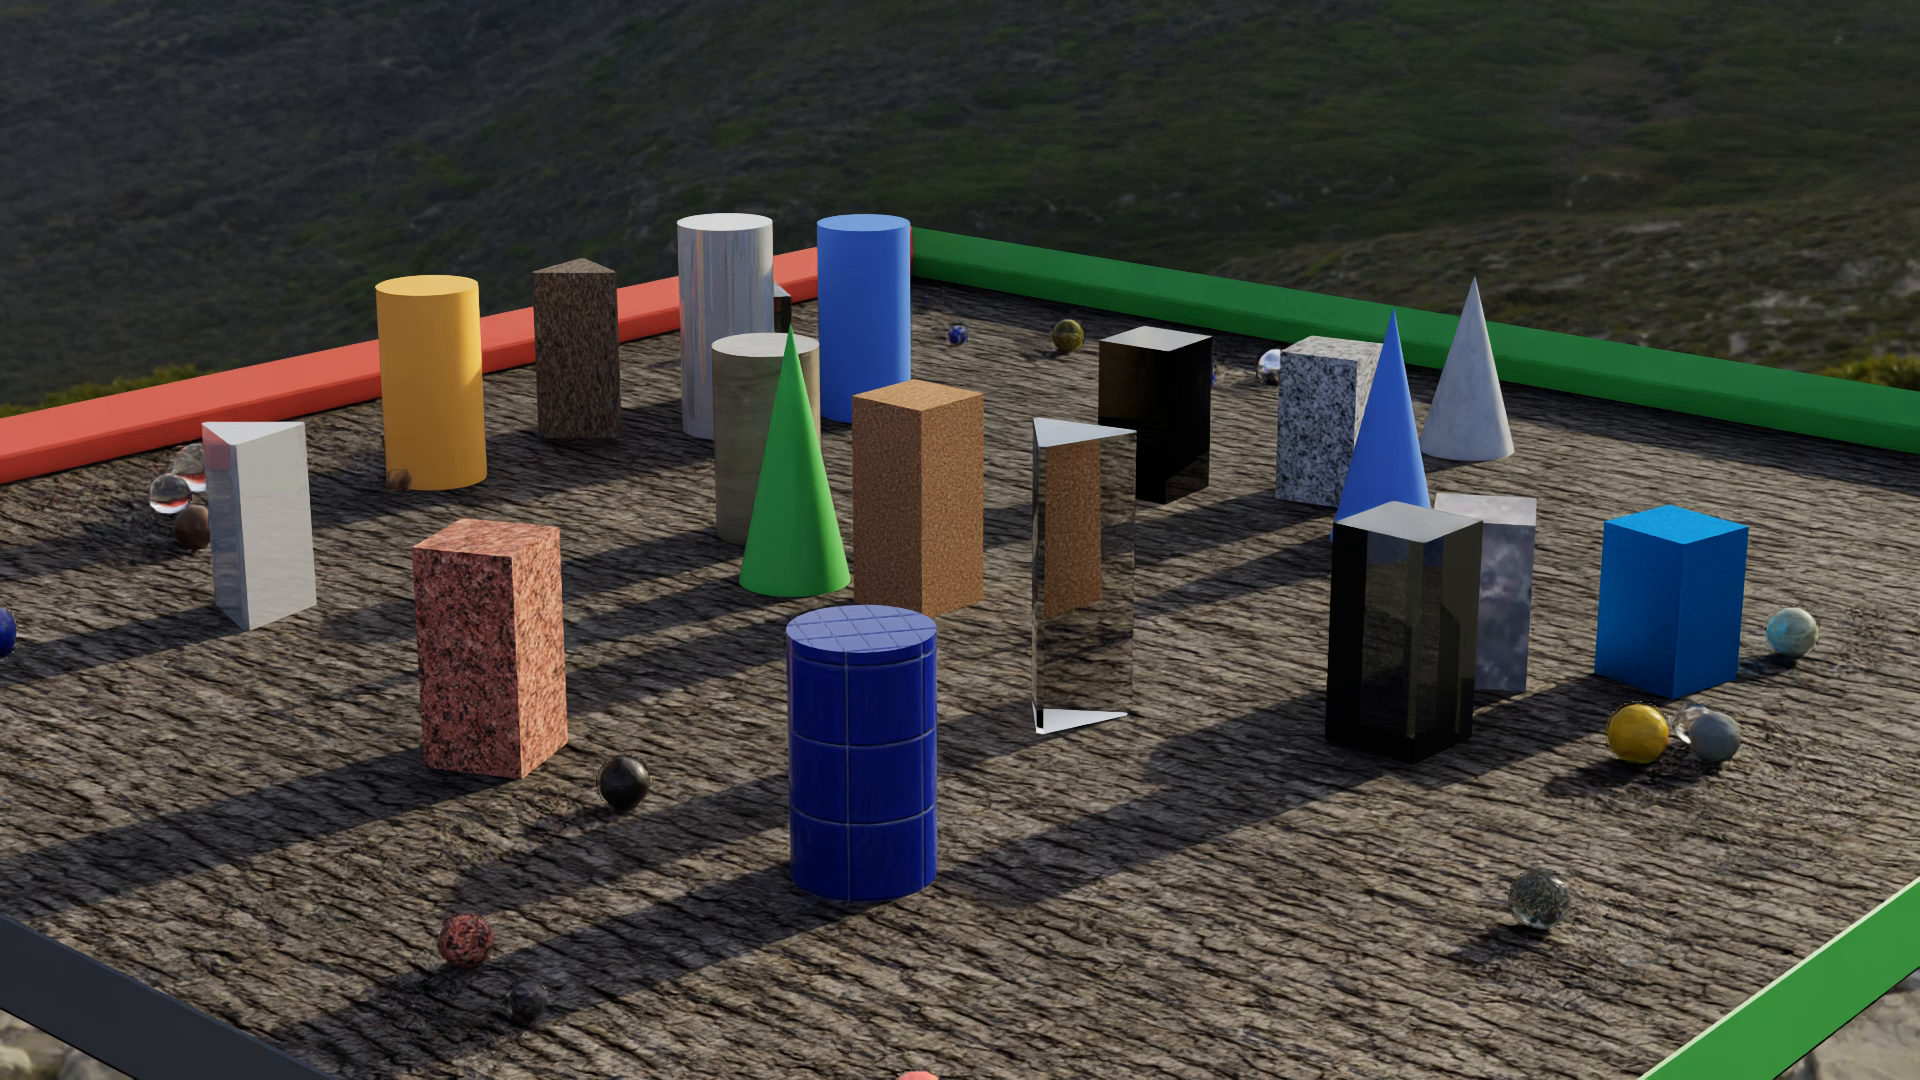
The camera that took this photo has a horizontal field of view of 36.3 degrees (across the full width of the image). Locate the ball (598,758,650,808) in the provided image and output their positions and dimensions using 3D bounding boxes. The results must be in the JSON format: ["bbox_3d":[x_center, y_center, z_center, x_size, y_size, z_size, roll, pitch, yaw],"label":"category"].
[{"bbox_3d":[-0.479,0.346,4.181,0.072,0.072,0.072,0,17,0],"label":"ball"}]

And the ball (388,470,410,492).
[{"bbox_3d":[-1.102,-0.116,5.764,0.043,0.043,0.043,0,17,0],"label":"ball"}]

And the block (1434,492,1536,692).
[{"bbox_3d":[0.836,0.082,4.704,0.159,0.275,0.159,3,17,11],"label":"block"}]

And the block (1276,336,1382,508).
[{"bbox_3d":[0.724,-0.231,5.711,0.159,0.294,0.159,9,19,28],"label":"block"}]

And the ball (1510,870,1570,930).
[{"bbox_3d":[0.749,0.464,3.783,0.075,0.075,0.075,0,17,0],"label":"ball"}]

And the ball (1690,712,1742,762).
[{"bbox_3d":[1.121,0.293,4.352,0.076,0.076,0.076,0,17,0],"label":"ball"}]

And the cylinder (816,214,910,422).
[{"bbox_3d":[-0.206,-0.478,6.319,0.199,0.417,0.199,0,17,0],"label":"cylinder"}]

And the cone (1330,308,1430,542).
[{"bbox_3d":[0.788,-0.212,5.389,0.199,0.444,0.199,0,17,0],"label":"cone"}]

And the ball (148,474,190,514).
[{"bbox_3d":[-1.513,-0.088,5.610,0.078,0.078,0.078,0,17,0],"label":"ball"}]

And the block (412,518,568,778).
[{"bbox_3d":[-0.693,0.159,4.339,0.159,0.340,0.159,5,18,17],"label":"block"}]

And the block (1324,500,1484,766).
[{"bbox_3d":[0.666,0.137,4.405,0.159,0.344,0.159,15,22,40],"label":"block"}]

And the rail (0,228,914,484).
[{"bbox_3d":[-1.425,-0.325,6.305,0.045,0.129,4.015,14,22,39],"label":"rail"}]

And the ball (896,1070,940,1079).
[{"bbox_3d":[-0.046,0.626,3.249,0.074,0.074,0.074,0,17,0],"label":"ball"}]

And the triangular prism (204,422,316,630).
[{"bbox_3d":[-1.225,-0.034,5.006,0.149,0.324,0.172,10,19,29],"label":"triangular prism"}]

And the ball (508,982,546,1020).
[{"bbox_3d":[-0.521,0.555,3.535,0.045,0.045,0.045,0,17,0],"label":"ball"}]

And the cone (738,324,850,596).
[{"bbox_3d":[-0.294,-0.154,5.152,0.199,0.469,0.199,0,17,0],"label":"cone"}]

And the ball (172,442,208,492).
[{"bbox_3d":[-1.494,-0.142,5.755,0.098,0.098,0.098,0,17,0],"label":"ball"}]

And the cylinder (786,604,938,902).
[{"bbox_3d":[-0.130,0.283,3.913,0.199,0.348,0.199,0,17,0],"label":"cylinder"}]

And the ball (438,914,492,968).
[{"bbox_3d":[-0.619,0.502,3.670,0.067,0.067,0.067,0,17,0],"label":"ball"}]

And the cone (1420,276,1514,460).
[{"bbox_3d":[1.050,-0.366,6.034,0.199,0.367,0.199,0,17,0],"label":"cone"}]

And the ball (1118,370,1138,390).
[{"bbox_3d":[0.377,-0.359,6.574,0.042,0.042,0.042,0,17,0],"label":"ball"}]

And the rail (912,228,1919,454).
[{"bbox_3d":[1.301,-0.400,6.554,3.822,0.129,0.045,14,22,39],"label":"rail"}]

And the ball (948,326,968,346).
[{"bbox_3d":[-0.006,-0.488,6.993,0.046,0.046,0.046,0,17,0],"label":"ball"}]

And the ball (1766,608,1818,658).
[{"bbox_3d":[1.366,0.151,4.811,0.082,0.082,0.082,0,17,0],"label":"ball"}]

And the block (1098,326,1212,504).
[{"bbox_3d":[0.381,-0.246,5.745,0.159,0.304,0.159,12,21,35],"label":"block"}]

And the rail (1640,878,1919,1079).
[{"bbox_3d":[1.425,0.389,3.935,0.045,0.129,4.015,14,22,39],"label":"rail"}]

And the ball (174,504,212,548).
[{"bbox_3d":[-1.407,-0.024,5.398,0.080,0.080,0.080,0,17,0],"label":"ball"}]

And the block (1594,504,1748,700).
[{"bbox_3d":[1.137,0.097,4.690,0.159,0.255,0.159,-13,21,-36],"label":"block"}]

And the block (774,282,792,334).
[{"bbox_3d":[-0.465,-0.429,6.453,0.159,0.245,0.159,-5,17,-15],"label":"block"}]

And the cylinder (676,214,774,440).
[{"bbox_3d":[-0.491,-0.451,6.182,0.199,0.444,0.199,0,17,0],"label":"cylinder"}]

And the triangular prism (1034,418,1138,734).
[{"bbox_3d":[0.155,0.047,4.513,0.172,0.453,0.149,-10,19,-30],"label":"triangular prism"}]

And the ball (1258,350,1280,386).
[{"bbox_3d":[0.710,-0.389,6.606,0.081,0.081,0.081,0,17,0],"label":"ball"}]

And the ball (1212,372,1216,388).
[{"bbox_3d":[0.544,-0.358,6.549,0.055,0.055,0.055,0,17,0],"label":"ball"}]

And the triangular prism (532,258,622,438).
[{"bbox_3d":[-0.800,-0.407,6.193,0.172,0.353,0.149,0,17,0],"label":"triangular prism"}]

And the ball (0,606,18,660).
[{"bbox_3d":[-1.589,0.152,4.779,0.099,0.099,0.099,0,17,0],"label":"ball"}]

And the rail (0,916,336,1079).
[{"bbox_3d":[-1.301,0.464,3.685,3.822,0.129,0.045,14,22,39],"label":"rail"}]

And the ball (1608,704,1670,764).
[{"bbox_3d":[1.005,0.288,4.345,0.089,0.089,0.089,0,17,0],"label":"ball"}]

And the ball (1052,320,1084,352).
[{"bbox_3d":[0.254,-0.484,6.930,0.076,0.076,0.076,0,17,0],"label":"ball"}]

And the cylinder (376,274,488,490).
[{"bbox_3d":[-1.048,-0.313,5.817,0.199,0.391,0.199,0,17,0],"label":"cylinder"}]

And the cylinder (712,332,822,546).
[{"bbox_3d":[-0.358,-0.188,5.455,0.199,0.360,0.199,0,17,0],"label":"cylinder"}]

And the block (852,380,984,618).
[{"bbox_3d":[-0.072,-0.071,5.049,0.159,0.370,0.159,14,22,39],"label":"block"}]

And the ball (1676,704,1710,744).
[{"bbox_3d":[1.110,0.279,4.422,0.061,0.061,0.061,0,17,0],"label":"ball"}]
